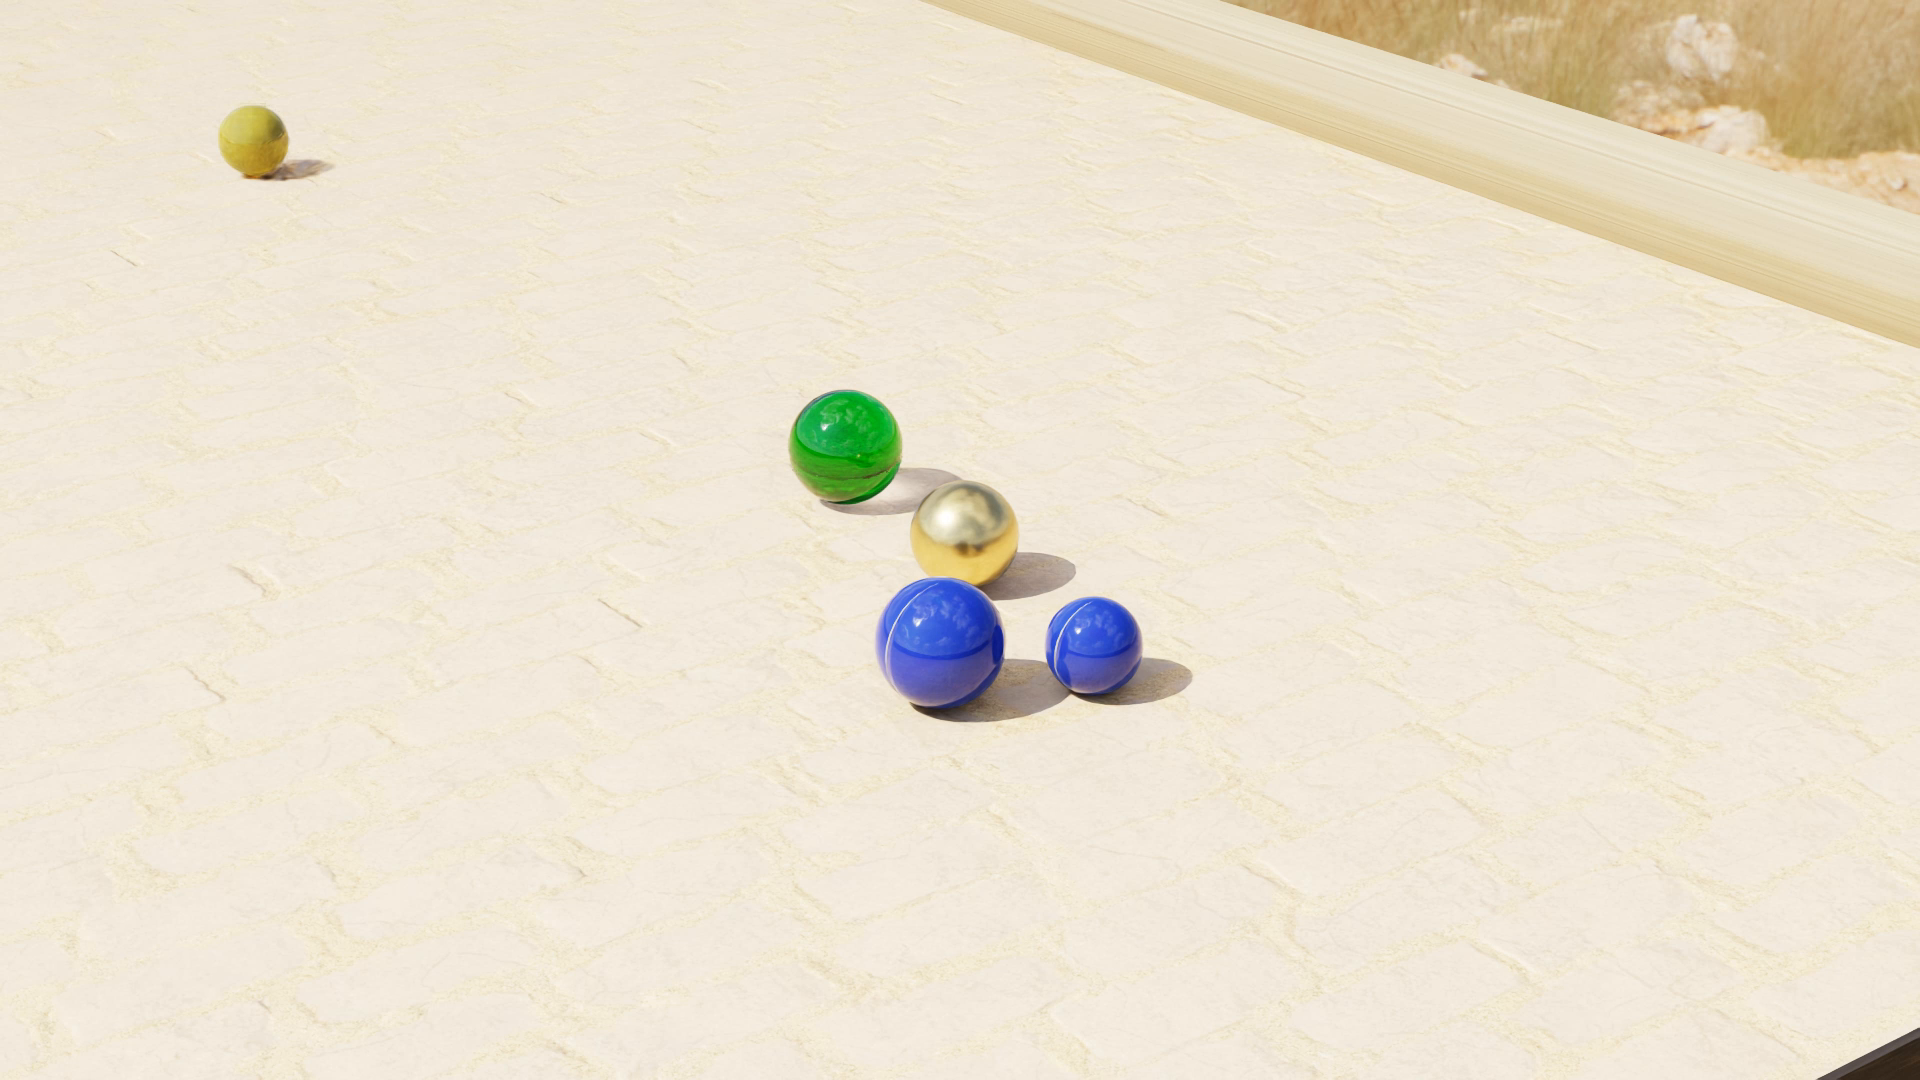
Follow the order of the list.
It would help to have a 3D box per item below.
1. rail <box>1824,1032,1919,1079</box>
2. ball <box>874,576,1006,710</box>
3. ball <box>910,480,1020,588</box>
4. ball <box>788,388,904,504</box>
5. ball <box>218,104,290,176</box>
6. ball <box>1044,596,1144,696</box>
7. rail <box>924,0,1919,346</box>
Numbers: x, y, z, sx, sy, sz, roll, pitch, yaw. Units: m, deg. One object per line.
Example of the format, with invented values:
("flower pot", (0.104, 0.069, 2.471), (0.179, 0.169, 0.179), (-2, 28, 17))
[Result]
("rail", (0.511, 0.278, 1.534), (2.039, 0.120, 0.045), (-16, 29, -32))
("ball", (-0.014, 0.071, 2.032), (0.092, 0.092, 0.092), (0, 24, 0))
("ball", (0.003, -0.004, 2.209), (0.083, 0.083, 0.083), (0, 24, 0))
("ball", (-0.092, -0.075, 2.354), (0.093, 0.093, 0.093), (0, 24, 0))
("ball", (-0.761, -0.431, 3.167), (0.076, 0.076, 0.076), (0, 24, 0))
("ball", (0.093, 0.074, 2.053), (0.070, 0.070, 0.070), (0, 24, 0))
("rail", (0.287, -0.557, 3.391), (0.045, 0.120, 3.626), (-16, 29, -32))
